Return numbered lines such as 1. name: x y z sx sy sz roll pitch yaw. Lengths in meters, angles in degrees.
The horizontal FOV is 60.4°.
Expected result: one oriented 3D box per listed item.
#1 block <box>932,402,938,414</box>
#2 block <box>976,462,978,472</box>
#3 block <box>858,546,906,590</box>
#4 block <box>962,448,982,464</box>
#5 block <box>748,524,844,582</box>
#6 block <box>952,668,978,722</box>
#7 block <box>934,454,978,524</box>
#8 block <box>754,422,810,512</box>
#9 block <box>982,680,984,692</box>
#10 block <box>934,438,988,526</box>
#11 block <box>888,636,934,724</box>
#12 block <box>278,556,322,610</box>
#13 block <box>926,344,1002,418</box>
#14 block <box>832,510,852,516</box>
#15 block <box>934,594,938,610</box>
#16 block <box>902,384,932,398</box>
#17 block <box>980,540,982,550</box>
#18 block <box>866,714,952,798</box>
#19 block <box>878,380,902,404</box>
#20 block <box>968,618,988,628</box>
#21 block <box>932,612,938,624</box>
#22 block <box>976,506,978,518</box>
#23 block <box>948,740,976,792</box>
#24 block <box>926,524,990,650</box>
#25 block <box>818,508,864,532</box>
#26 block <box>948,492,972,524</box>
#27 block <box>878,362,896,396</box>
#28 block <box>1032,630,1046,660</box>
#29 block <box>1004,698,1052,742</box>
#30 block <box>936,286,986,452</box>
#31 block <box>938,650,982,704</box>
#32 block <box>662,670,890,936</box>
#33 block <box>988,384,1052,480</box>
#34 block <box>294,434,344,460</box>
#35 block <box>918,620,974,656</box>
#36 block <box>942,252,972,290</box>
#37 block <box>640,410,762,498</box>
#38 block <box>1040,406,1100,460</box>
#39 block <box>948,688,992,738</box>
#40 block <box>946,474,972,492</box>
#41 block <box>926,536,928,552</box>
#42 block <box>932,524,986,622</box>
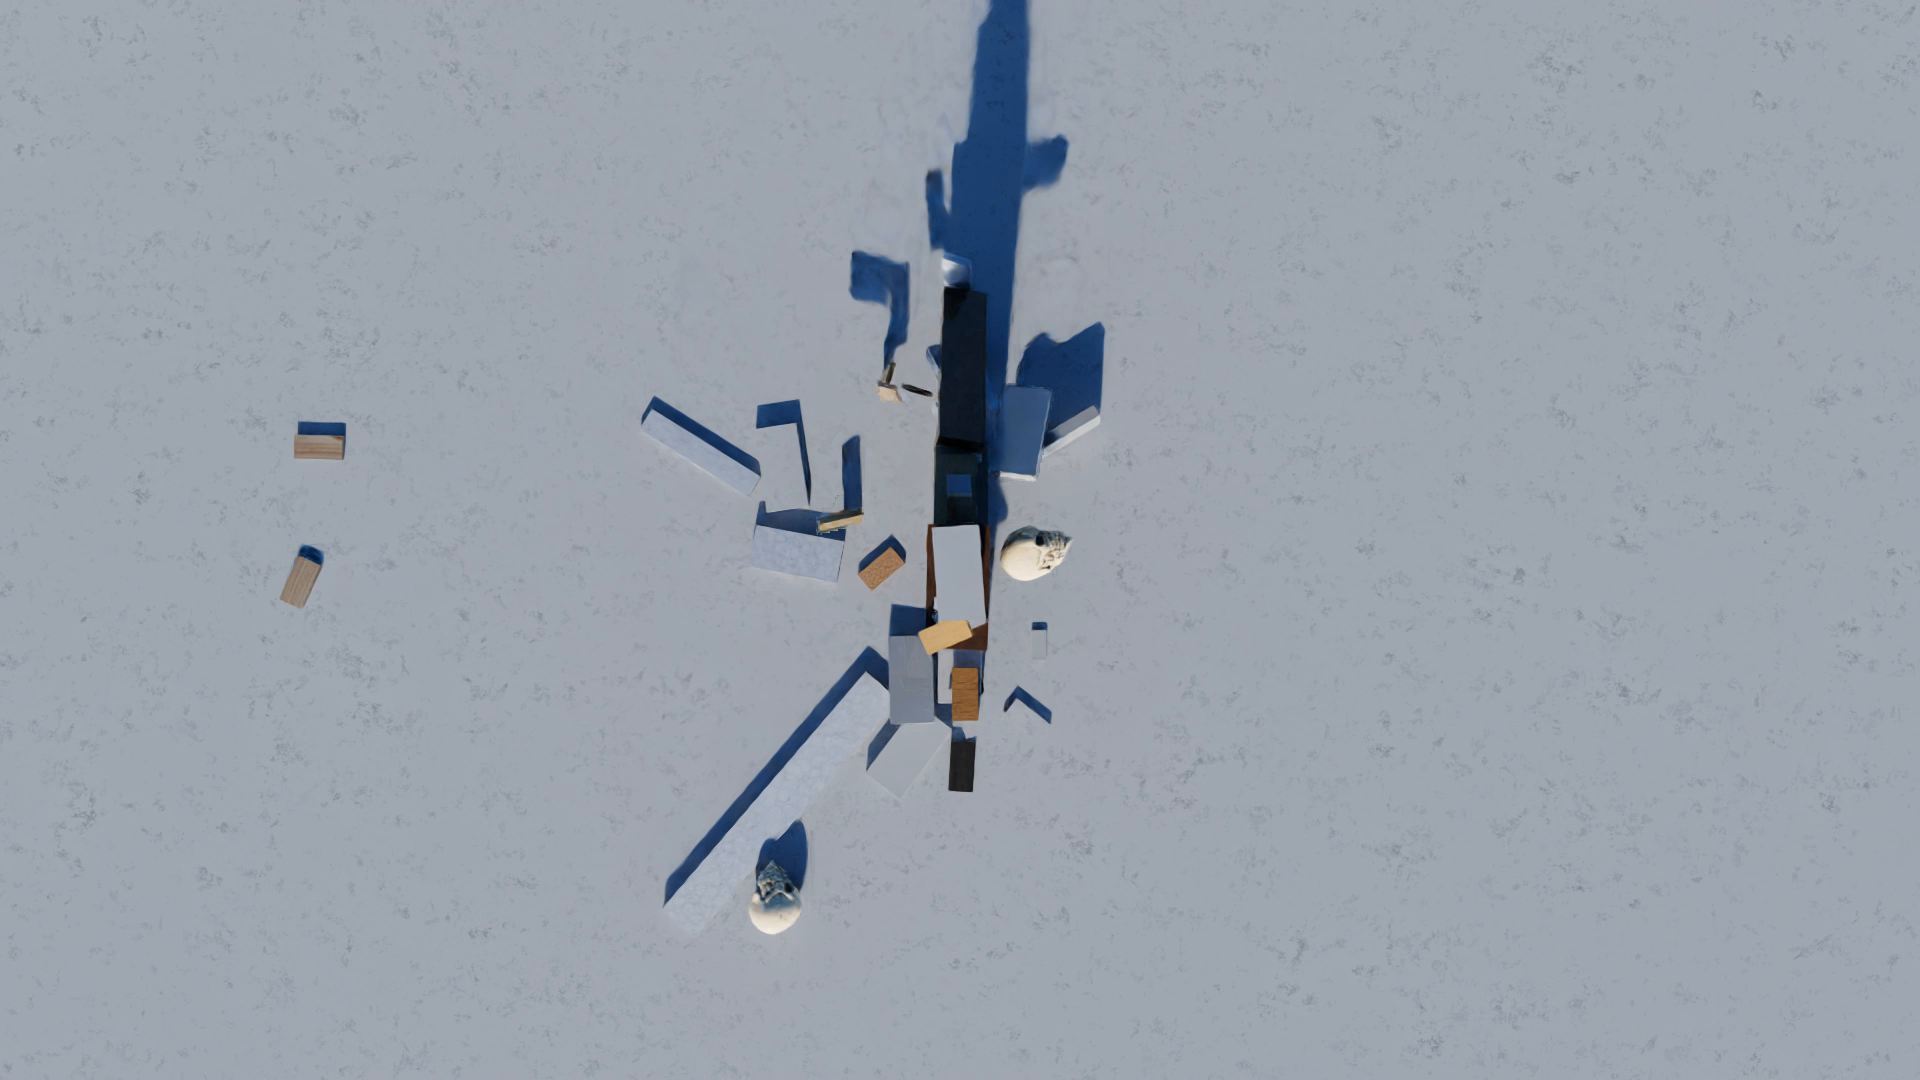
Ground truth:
1. block: -0.024 -0.424 5.310 0.097 0.194 0.027 20 108 5
2. block: -0.006 -0.225 4.993 0.118 0.237 0.034 8 97 0
3. block: -0.261 0.096 5.490 0.145 0.021 0.072 -40 90 0
4. block: 0.038 -0.258 5.052 0.059 0.119 0.017 11 103 -2
5. block: -0.542 0.046 5.480 0.296 0.040 0.140 11 90 0
6. block: 0.016 0.482 5.154 0.082 0.023 0.165 0 90 0
7. block: -0.012 -0.133 4.858 0.118 0.034 0.237 -2 91 0
8. block: -0.591 -0.239 5.480 0.140 0.040 0.280 -9 90 0
9. block: 0.007 0.469 5.364 0.136 0.273 0.039 -3 90 0
10. block: 0.003 -0.145 5.137 0.170 0.048 0.339 0 90 0
11. block: -0.162 0.462 5.450 0.144 0.041 0.288 -1 80 -4
12. block: -2.194 0.141 5.489 0.080 0.023 0.159 25 90 0
13. block: 0.013 -0.509 5.265 0.144 0.041 0.287 -14 61 -25
14. block: -0.373 -0.076 5.436 0.059 0.117 0.017 -15 77 12
15. block: -0.007 0.170 4.579 0.126 0.253 0.036 2 91 0
16. block: -0.135 -0.471 5.200 0.059 0.119 0.017 17 94 19
17. block: -0.004 0.017 4.579 0.126 0.253 0.036 -9 89 0
18. block: -0.169 0.699 5.480 0.144 0.041 0.288 37 90 0
19. block: -0.228 -0.479 5.354 0.058 0.117 0.017 15 75 12
20. block: 0.024 0.232 4.699 0.098 0.014 0.049 -24 90 0
21. block: -0.037 0.247 4.689 0.049 0.014 0.098 -28 89 18
22. block: -0.006 -0.087 4.994 0.118 0.237 0.034 -1 92 0
23. block: 0.006 0.754 5.488 0.082 0.023 0.165 3 90 0
24. block: -0.007 0.134 4.731 0.178 0.050 0.356 1 90 0
25. block: -0.372 -0.062 5.116 0.139 0.069 0.020 -13 74 -12
26. block: -0.001 -0.075 4.794 0.069 0.020 0.139 -1 126 0
27. block: -0.241 -0.532 5.437 0.017 0.117 0.059 26 133 -13
28. block: 0.263 0.349 5.493 0.049 0.014 0.098 0 90 0
29. block: 0.224 0.598 5.490 0.145 0.021 0.072 38 90 0
30. block: 0.008 -0.553 5.240 0.144 0.041 0.633 8 54 -9
31. block: 0.000 0.377 5.208 0.136 0.039 0.273 1 90 0
32. block: -0.595 0.874 5.480 0.144 0.041 1.037 41 90 0
33. block: 0.185 -0.331 5.064 0.144 0.041 0.287 8 72 10
34. block: -2.132 -0.308 5.489 0.159 0.023 0.080 2 90 0
35. block: -0.039 0.266 4.674 0.145 0.021 0.072 -24 90 18
36. block: -0.007 -0.873 5.390 0.094 0.189 0.027 19 74 7
37. block: -0.863 -0.290 5.489 0.426 0.023 0.080 32 90 0
38. block: 0.331 -0.341 5.428 0.280 0.140 0.040 -31 80 0
39. block: 0.031 0.532 5.177 0.082 0.023 0.165 -20 90 0
40. block: -0.002 -0.122 4.831 0.069 0.020 0.139 -2 91 0
41. block: -0.008 0.014 4.934 0.178 0.356 0.050 2 90 0
42. block: -0.004 0.088 4.434 0.126 0.036 0.253 -4 90 0
